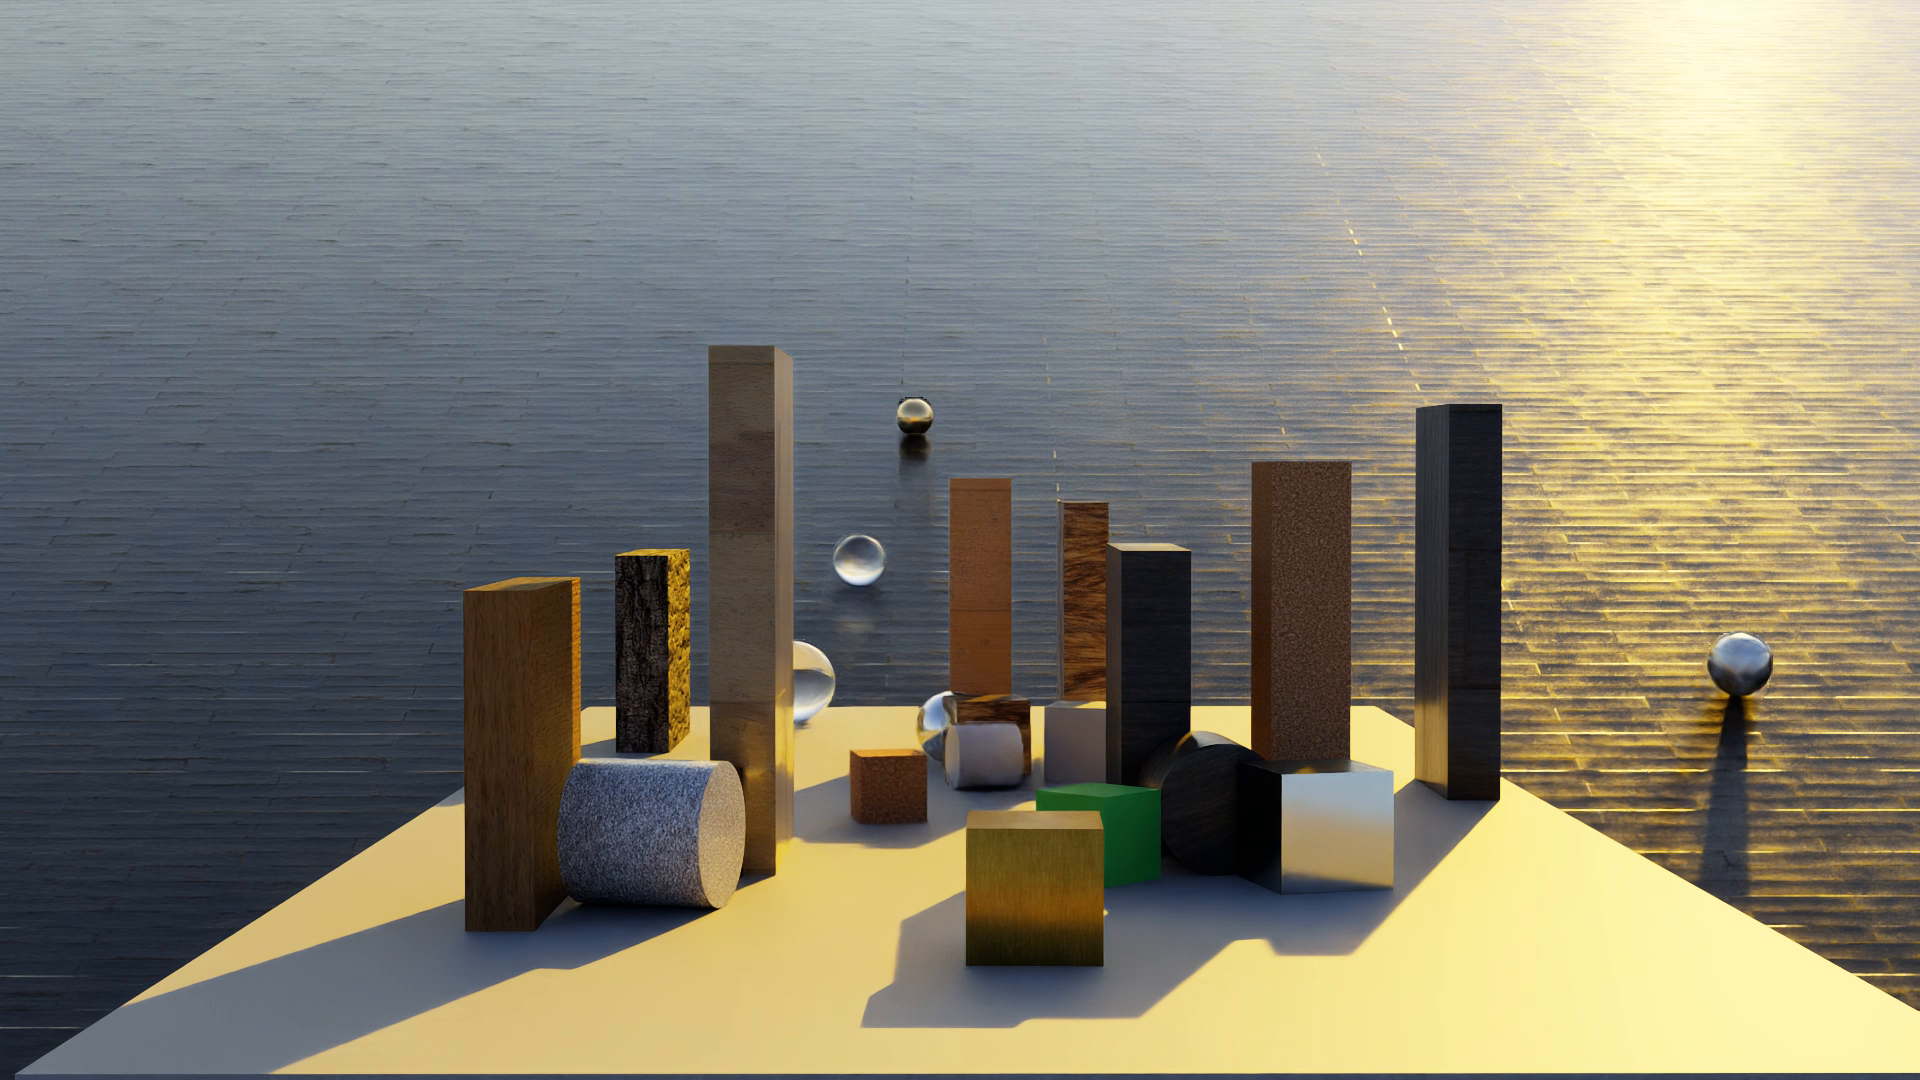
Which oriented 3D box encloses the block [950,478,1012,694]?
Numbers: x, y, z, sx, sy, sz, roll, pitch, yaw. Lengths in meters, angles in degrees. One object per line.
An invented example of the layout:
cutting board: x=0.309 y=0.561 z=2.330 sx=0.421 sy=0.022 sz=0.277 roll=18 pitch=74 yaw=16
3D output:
block: x=0.043 y=0.160 z=5.516 sx=0.127 sy=0.584 sz=0.345 roll=0 pitch=2 yaw=0

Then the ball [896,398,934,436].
ball: x=-0.146 y=-0.397 z=8.347 sx=0.120 sy=0.120 sz=0.120 roll=0 pitch=26 yaw=0

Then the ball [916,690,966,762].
ball: x=-0.015 y=0.383 z=5.274 sx=0.150 sy=0.150 sz=0.150 roll=0 pitch=26 yaw=0

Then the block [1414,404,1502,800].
block: x=0.934 y=0.109 z=4.848 sx=0.096 sy=0.720 sz=0.339 roll=0 pitch=2 yaw=0

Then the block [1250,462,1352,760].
block: x=0.557 y=0.179 z=4.235 sx=0.126 sy=0.614 sz=0.282 roll=0 pitch=2 yaw=0

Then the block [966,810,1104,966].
block: x=0.092 y=0.430 z=3.200 sx=0.167 sy=0.167 sz=0.167 roll=0 pitch=2 yaw=1

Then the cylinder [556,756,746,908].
cylinder: x=-0.424 y=0.403 z=3.560 sx=0.202 sy=0.202 sz=0.202 roll=0 pitch=25 yaw=13

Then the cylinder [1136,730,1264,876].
cylinder: x=0.378 y=0.396 z=3.911 sx=0.196 sy=0.196 sz=0.196 roll=-3 pitch=2 yaw=-6

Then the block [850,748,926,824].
block: x=-0.124 y=0.423 z=4.447 sx=0.114 sy=0.114 sz=0.114 roll=0 pitch=2 yaw=-12

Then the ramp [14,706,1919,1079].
ramp: x=0.058 y=0.527 z=4.564 sx=2.000 sy=0.100 sz=4.000 roll=0 pitch=2 yaw=0

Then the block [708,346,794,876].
block: x=-0.322 y=0.100 z=4.022 sx=0.097 sy=0.784 sz=0.425 roll=0 pitch=2 yaw=0

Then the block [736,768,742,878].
block: x=-0.418 y=0.418 z=3.746 sx=0.162 sy=0.162 sz=0.162 roll=0 pitch=2 yaw=13

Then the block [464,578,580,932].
block: x=-0.599 y=0.282 z=3.559 sx=0.091 sy=0.444 sz=0.418 roll=0 pitch=2 yaw=0

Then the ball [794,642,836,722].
ball: x=-0.394 y=0.338 z=6.146 sx=0.194 sy=0.194 sz=0.194 roll=0 pitch=26 yaw=0

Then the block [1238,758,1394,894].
block: x=0.515 y=0.413 z=3.743 sx=0.171 sy=0.171 sz=0.171 roll=0 pitch=2 yaw=-14

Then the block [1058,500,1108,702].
block: x=0.254 y=0.188 z=5.364 sx=0.089 sy=0.535 sz=0.331 roll=0 pitch=2 yaw=0

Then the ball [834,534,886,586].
ball: x=-0.286 y=0.058 z=7.364 sx=0.149 sy=0.149 sz=0.149 roll=0 pitch=26 yaw=0

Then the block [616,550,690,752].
block: x=-0.676 y=0.237 z=5.698 sx=0.113 sy=0.420 sz=0.434 roll=0 pitch=2 yaw=0

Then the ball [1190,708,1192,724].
ball: x=0.448 y=0.386 z=5.659 sx=0.122 sy=0.122 sz=0.122 roll=0 pitch=26 yaw=0

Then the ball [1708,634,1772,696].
ball: x=2.051 y=0.328 z=6.783 sx=0.164 sy=0.164 sz=0.164 roll=0 pitch=26 yaw=0

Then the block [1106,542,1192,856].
block: x=0.304 y=0.248 z=4.212 sx=0.108 sy=0.475 sz=0.417 roll=0 pitch=2 yaw=0

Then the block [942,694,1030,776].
block: x=0.052 y=0.388 z=5.129 sx=0.148 sy=0.148 sz=0.148 roll=0 pitch=2 yaw=-11

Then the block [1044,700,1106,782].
block: x=0.249 y=0.393 z=5.034 sx=0.143 sy=0.143 sz=0.143 roll=0 pitch=2 yaw=13

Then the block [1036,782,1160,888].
block: x=0.203 y=0.432 z=3.792 sx=0.131 sy=0.131 sz=0.131 roll=1 pitch=2 yaw=43
